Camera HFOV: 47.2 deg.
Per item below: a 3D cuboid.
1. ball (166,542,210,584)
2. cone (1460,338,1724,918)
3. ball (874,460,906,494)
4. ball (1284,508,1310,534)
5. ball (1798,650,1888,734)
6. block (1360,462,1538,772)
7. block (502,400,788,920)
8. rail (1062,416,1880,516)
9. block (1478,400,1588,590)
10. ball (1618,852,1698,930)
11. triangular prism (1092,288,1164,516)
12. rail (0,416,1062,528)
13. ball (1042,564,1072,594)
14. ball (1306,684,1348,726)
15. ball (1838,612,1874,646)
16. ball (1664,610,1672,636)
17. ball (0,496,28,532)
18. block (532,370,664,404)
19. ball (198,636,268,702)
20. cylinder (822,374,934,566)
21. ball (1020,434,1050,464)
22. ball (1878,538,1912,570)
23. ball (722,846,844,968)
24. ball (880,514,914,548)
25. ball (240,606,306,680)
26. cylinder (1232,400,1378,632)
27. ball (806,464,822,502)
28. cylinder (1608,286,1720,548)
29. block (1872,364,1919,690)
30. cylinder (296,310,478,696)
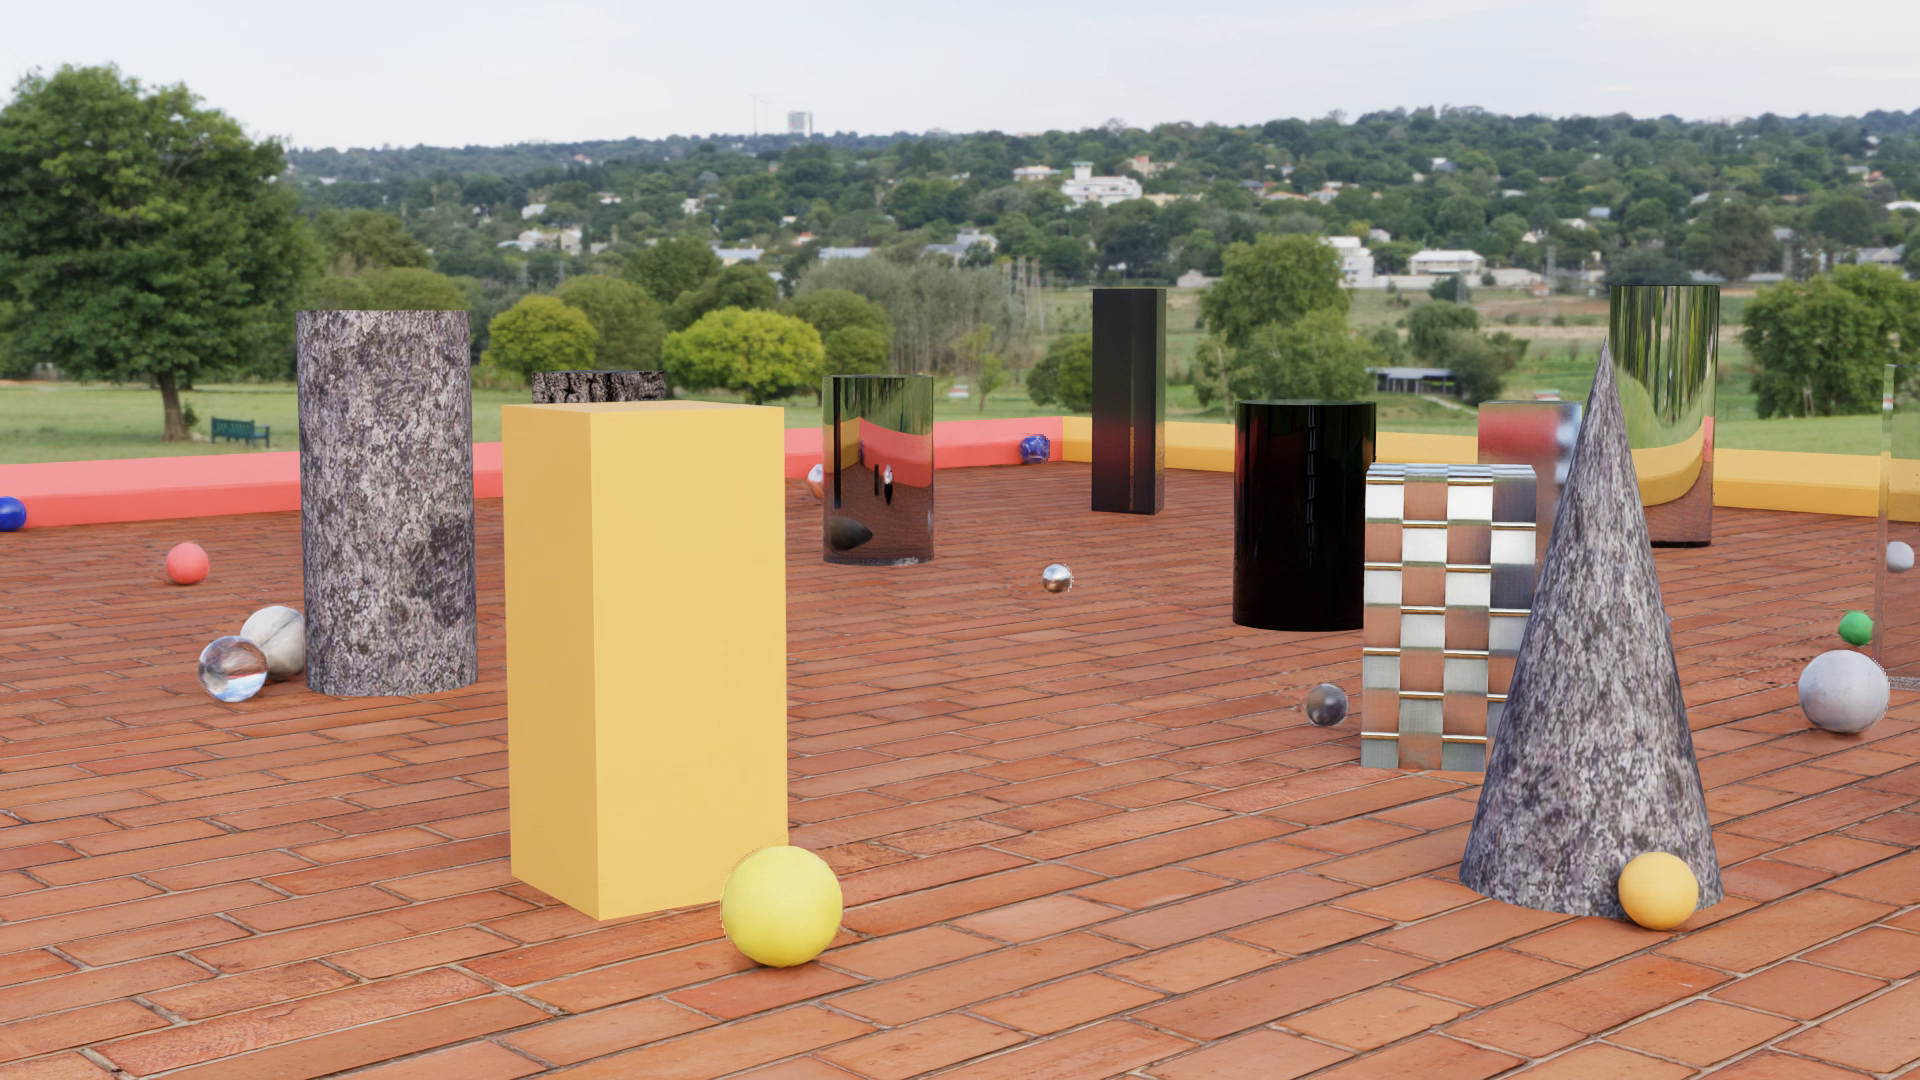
[{"bbox_3d":[-1.263,0.038,3.598,0.068,0.068,0.068,0,6,0],"label":"ball"},{"bbox_3d":[0.492,0.055,1.698,0.200,0.427,0.200,0,6,0],"label":"cone"},{"bbox_3d":[-0.170,-0.151,5.349,0.082,0.082,0.082,0,6,0],"label":"ball"},{"bbox_3d":[0.675,-0.038,4.409,0.051,0.051,0.051,0,6,0],"label":"ball"},{"bbox_3d":[0.932,0.160,2.321,0.089,0.089,0.089,0,6,0],"label":"ball"},{"bbox_3d":[0.488,0.073,2.200,0.160,0.288,0.160,1,6,12],"label":"block"},{"bbox_3d":[-0.244,0.083,1.703,0.160,0.372,0.160,-4,7,-34],"label":"block"},{"bbox_3d":[1.779,-0.136,4.964,0.045,0.130,4.391,-5,8,-42],"label":"rail"},{"bbox_3d":[0.934,-0.077,3.593,0.160,0.297,0.160,2,6,19],"label":"block"},{"bbox_3d":[0.504,0.253,1.589,0.056,0.056,0.056,0,6,0],"label":"ball"},{"bbox_3d":[0.409,-0.311,4.901,0.173,0.494,0.150,5,8,42],"label":"triangular prism"},{"bbox_3d":[-1.473,-0.131,4.919,4.887,0.130,0.045,-5,8,-42],"label":"rail"},{"bbox_3d":[0.153,0.062,3.477,0.046,0.046,0.046,0,6,0],"label":"ball"},{"bbox_3d":[0.394,0.178,2.365,0.045,0.045,0.045,0,6,0],"label":"ball"},{"bbox_3d":[1.198,0.119,2.936,0.045,0.045,0.045,0,6,0],"label":"ball"},{"bbox_3d":[0.854,0.114,2.780,0.087,0.087,0.087,0,6,0],"label":"ball"},{"bbox_3d":[-1.922,-0.052,4.438,0.074,0.074,0.074,0,6,0],"label":"ball"},{"bbox_3d":[-0.585,-0.100,3.578,0.160,0.347,0.160,2,6,15],"label":"block"},{"bbox_3d":[-0.830,0.147,2.509,0.076,0.076,0.076,0,6,0],"label":"ball"},{"bbox_3d":[-0.146,-0.128,3.936,0.200,0.329,0.200,0,6,0],"label":"cylinder"},{"bbox_3d":[0.216,-0.262,6.388,0.087,0.087,0.087,0,6,0],"label":"ball"},{"bbox_3d":[1.613,0.024,3.795,0.055,0.055,0.055,0,6,0],"label":"ball"},{"bbox_3d":[-0.121,0.249,1.499,0.082,0.082,0.082,0,6,0],"label":"ball"},{"bbox_3d":[-0.119,-0.017,4.142,0.066,0.066,0.066,0,6,0],"label":"ball"},{"bbox_3d":[-0.826,0.125,2.661,0.090,0.090,0.090,0,6,0],"label":"ball"},{"bbox_3d":[0.492,-0.039,3.145,0.200,0.316,0.200,0,6,0],"label":"cylinder"},{"bbox_3d":[-0.311,-0.135,5.133,0.094,0.094,0.094,0,6,0],"label":"ball"},{"bbox_3d":[1.344,-0.240,4.217,0.200,0.493,0.200,0,6,0],"label":"cylinder"},{"bbox_3d":[1.191,-0.018,2.633,0.160,0.379,0.160,2,6,19],"label":"block"},{"bbox_3d":[-0.683,-0.050,2.626,0.200,0.445,0.200,0,6,0],"label":"cylinder"}]
